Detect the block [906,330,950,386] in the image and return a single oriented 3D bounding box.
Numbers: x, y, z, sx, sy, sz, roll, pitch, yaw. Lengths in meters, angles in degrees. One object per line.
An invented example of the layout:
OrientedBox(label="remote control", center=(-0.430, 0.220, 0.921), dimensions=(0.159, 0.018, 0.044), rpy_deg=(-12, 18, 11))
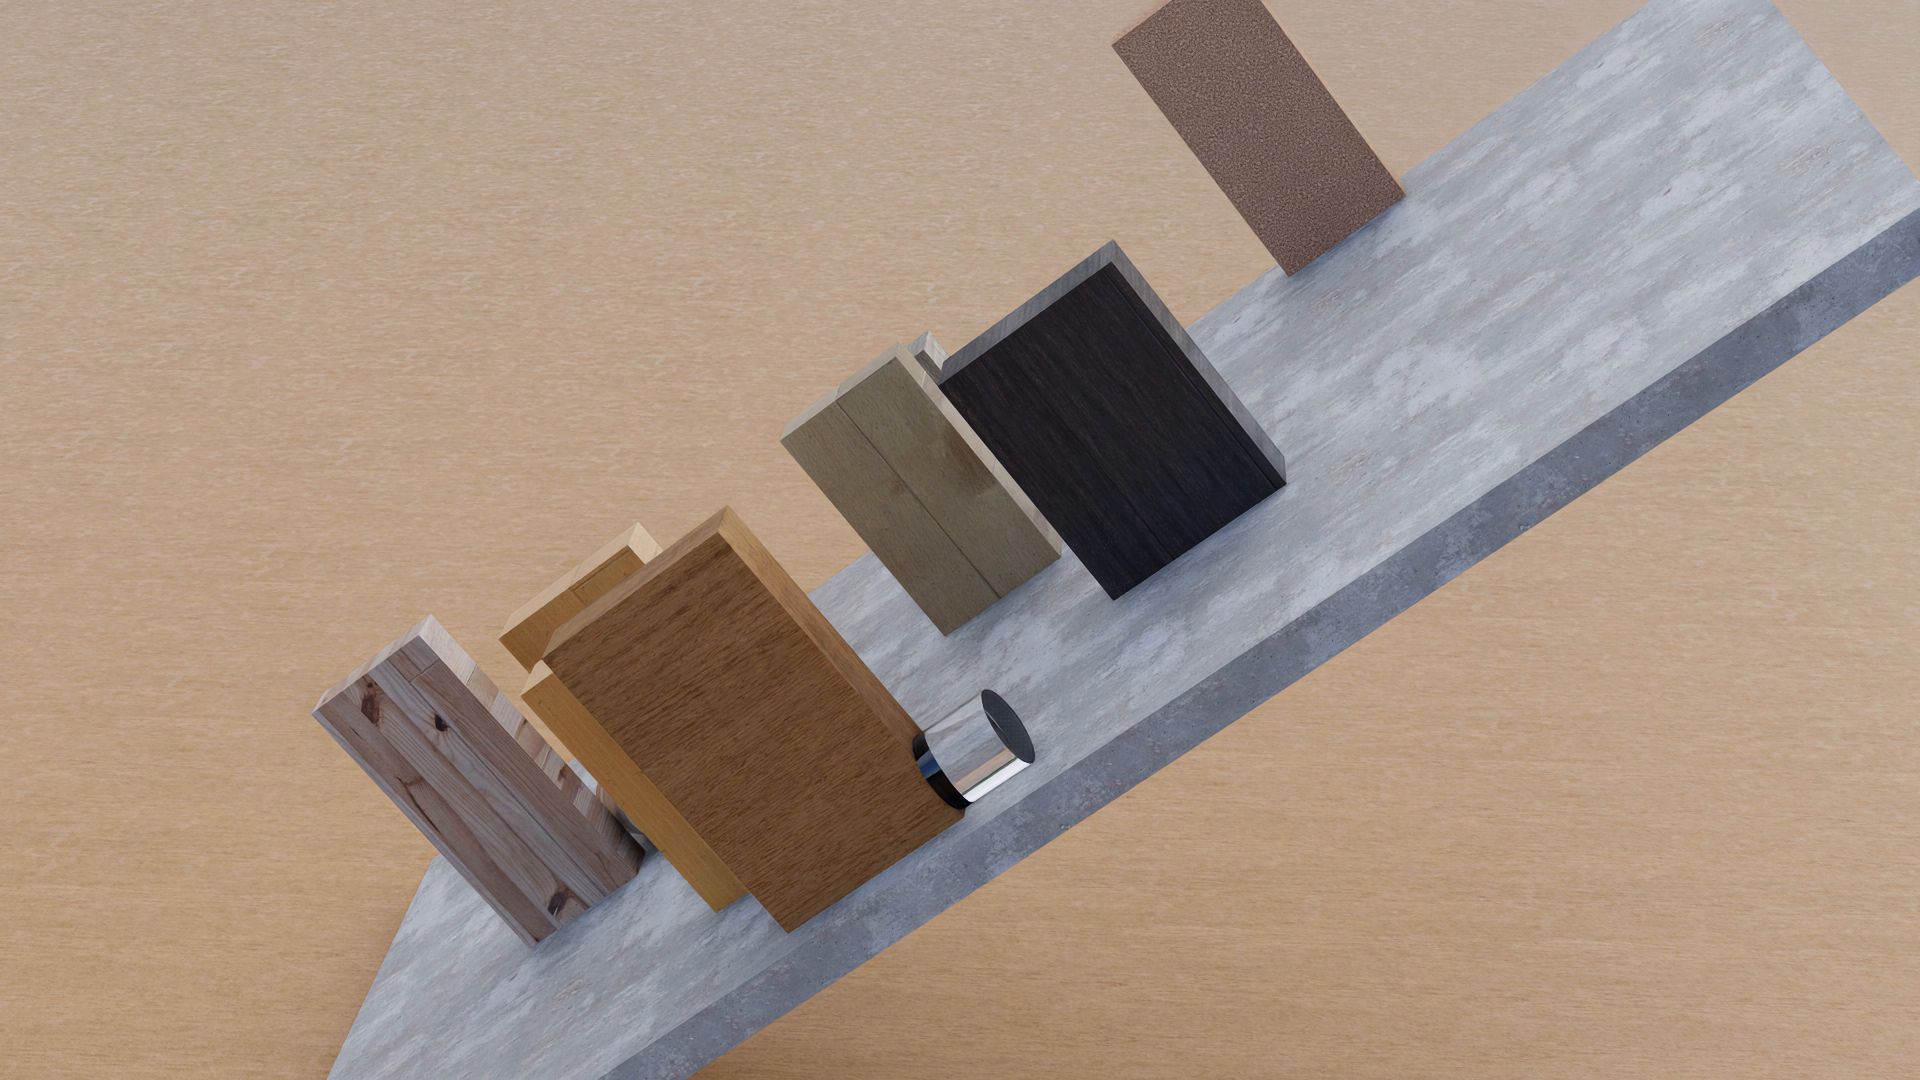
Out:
OrientedBox(label="block", center=(-0.046, -0.223, 6.833), dimensions=(0.267, 0.440, 0.137), rpy_deg=(-35, 16, 17))

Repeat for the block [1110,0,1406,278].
OrientedBox(label="block", center=(0.687, -0.973, 6.754), dimensions=(0.330, 0.689, 0.082), rpy_deg=(-35, 16, 17))

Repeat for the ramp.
OrientedBox(label="ramp", center=(0.126, 0.181, 6.329), dimensions=(4.000, 0.100, 2.000), rpy_deg=(-35, 16, 17))

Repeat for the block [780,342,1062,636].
OrientedBox(label="block", center=(-0.080, -0.107, 6.347), dimensions=(0.319, 0.571, 0.102), rpy_deg=(-35, 16, 17))

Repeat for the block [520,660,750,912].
OrientedBox(label="block", center=(-0.533, 0.404, 5.909), dimensions=(0.368, 0.608, 0.149), rpy_deg=(-35, 16, 17))

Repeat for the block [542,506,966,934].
OrientedBox(label="block", center=(-0.377, 0.343, 5.510), dimensions=(0.428, 0.719, 0.129), rpy_deg=(-35, 16, 17))

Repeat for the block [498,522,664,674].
OrientedBox(label="block", center=(-0.740, 0.289, 6.853), dimensions=(0.398, 0.529, 0.136), rpy_deg=(-35, 16, 17))

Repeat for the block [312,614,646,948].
OrientedBox(label="block", center=(-1.063, 0.541, 6.525), dimensions=(0.323, 0.729, 0.109), rpy_deg=(-35, 16, 17))

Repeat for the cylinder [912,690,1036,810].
OrientedBox(label="cylinder", center=(0.026, 0.391, 5.488), dimensions=(0.164, 0.164, 0.164), rpy_deg=(-35, 16, 17))

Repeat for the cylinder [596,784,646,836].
OrientedBox(label="cylinder", center=(-0.710, 0.577, 6.644), dimensions=(0.177, 0.177, 0.177), rpy_deg=(-12, 3, -26))

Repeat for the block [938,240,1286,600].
OrientedBox(label="block", center=(0.303, -0.233, 5.815), dimensions=(0.425, 0.570, 0.145), rpy_deg=(-35, 16, 17))
